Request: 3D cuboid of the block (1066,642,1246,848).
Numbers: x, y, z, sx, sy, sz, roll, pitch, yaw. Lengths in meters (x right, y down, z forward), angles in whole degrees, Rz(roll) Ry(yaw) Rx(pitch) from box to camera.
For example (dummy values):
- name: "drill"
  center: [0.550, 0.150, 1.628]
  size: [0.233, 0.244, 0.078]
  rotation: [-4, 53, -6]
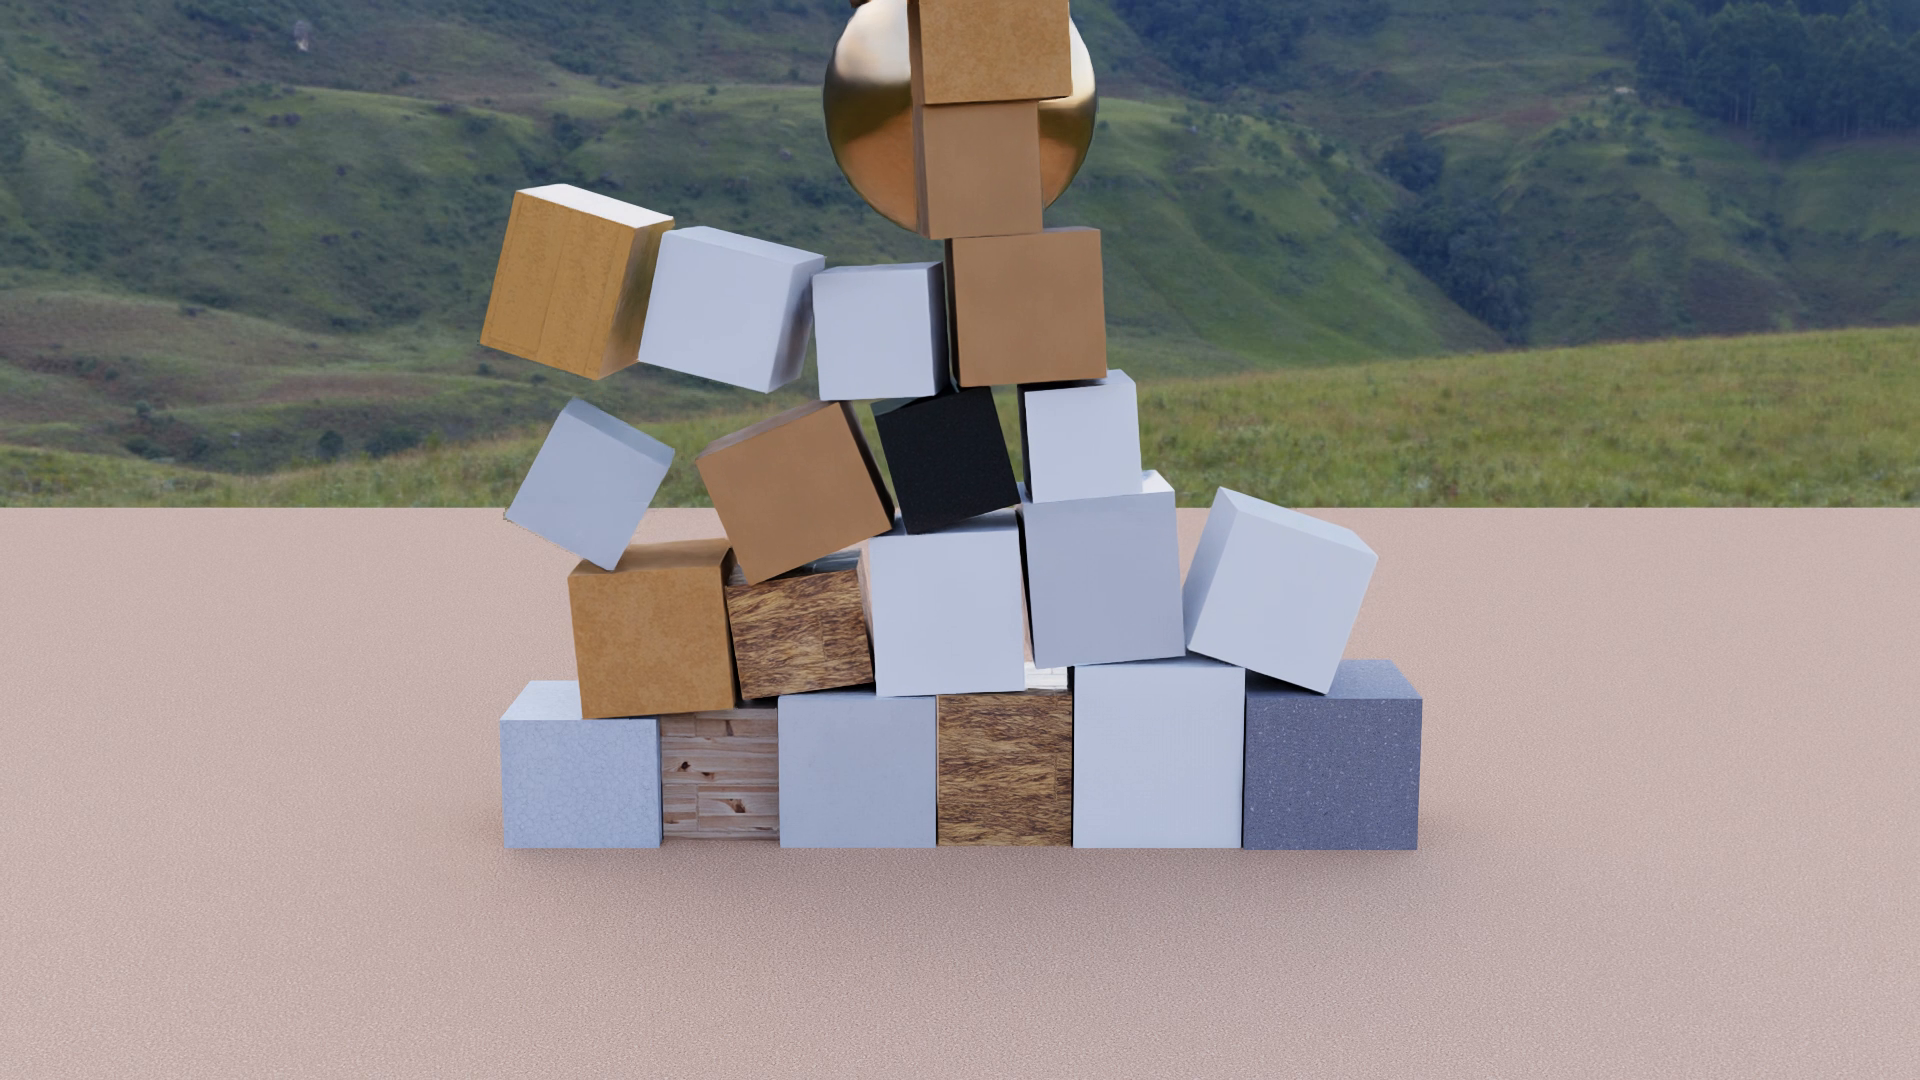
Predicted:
- name: "block"
  center: [0.991, 1.018, 11.373]
  size: [0.842, 0.928, 0.820]
  rotation: [0, 10, 0]

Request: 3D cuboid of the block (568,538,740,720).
- name: "block"
  center: [-1.530, 0.438, 11.256]
  size: [0.752, 0.726, 0.782]
  rotation: [-4, 11, 1]

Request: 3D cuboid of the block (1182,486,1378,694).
- name: "block"
  center: [1.589, 0.243, 11.204]
  size: [0.734, 0.735, 0.747]
  rotation: [18, 10, -4]

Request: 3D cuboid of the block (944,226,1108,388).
- name: "block"
  center: [0.316, -1.171, 10.931]
  size: [0.713, 0.712, 0.692]
  rotation: [-4, 10, -3]

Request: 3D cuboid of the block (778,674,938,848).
- name: "block"
  center: [-0.512, 1.102, 11.366]
  size: [0.782, 0.765, 0.773]
  rotation: [0, 10, 0]

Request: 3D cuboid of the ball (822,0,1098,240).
- name: "ball"
  center: [0.000, -2.547, 12.825]
  size: [1.600, 1.600, 1.600]
  rotation: [0, 10, 0]

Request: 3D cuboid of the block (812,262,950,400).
- name: "block"
  center: [-0.384, -1.043, 10.927]
  size: [0.565, 0.614, 0.557]
  rotation: [-2, 11, 8]

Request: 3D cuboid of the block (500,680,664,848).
- name: "block"
  center: [-1.902, 1.149, 11.388]
  size: [0.777, 0.664, 0.807]
  rotation: [0, 10, 0]

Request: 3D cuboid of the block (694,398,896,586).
- name: "block"
  center: [-0.814, -0.279, 11.074]
  size: [0.760, 0.677, 0.654]
  rotation: [-22, 10, 4]

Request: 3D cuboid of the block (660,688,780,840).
- name: "block"
  center: [-1.209, 1.137, 11.391]
  size: [0.594, 0.687, 0.571]
  rotation: [0, 10, 0]

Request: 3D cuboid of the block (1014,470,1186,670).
- name: "block"
  center: [0.699, 0.138, 11.204]
  size: [0.748, 0.836, 0.691]
  rotation: [-5, 11, -2]

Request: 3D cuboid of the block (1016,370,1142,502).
- name: "block"
  center: [0.593, -0.532, 11.062]
  size: [0.543, 0.546, 0.626]
  rotation: [-5, 11, -2]

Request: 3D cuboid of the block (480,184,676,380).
- name: "block"
  center: [-1.894, -1.298, 10.961]
  size: [0.609, 0.770, 0.742]
  rotation: [18, 14, 4]

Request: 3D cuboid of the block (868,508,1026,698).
- name: "block"
  center: [-0.064, 0.310, 11.218]
  size: [0.740, 0.812, 0.654]
  rotation: [-3, 10, 0]

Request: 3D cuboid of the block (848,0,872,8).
- name: "block"
  center: [-0.369, -3.056, 10.566]
  size: [0.625, 0.778, 0.742]
  rotation: [-20, 11, 2]

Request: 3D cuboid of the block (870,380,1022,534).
- name: "block"
  center: [-0.080, -0.440, 11.045]
  size: [0.583, 0.610, 0.581]
  rotation: [-16, 10, -2]

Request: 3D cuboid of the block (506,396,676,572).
- name: "block"
  center: [-1.843, -0.289, 11.037]
  size: [0.586, 0.594, 0.604]
  rotation: [28, 8, -9]

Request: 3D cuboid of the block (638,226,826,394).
- name: "block"
  center: [-1.122, -1.157, 10.925]
  size: [0.660, 0.637, 0.718]
  rotation: [14, 12, 6]

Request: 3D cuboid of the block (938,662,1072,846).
- name: "block"
  center: [0.226, 1.094, 11.373]
  size: [0.667, 0.779, 0.723]
  rotation: [0, 10, 0]

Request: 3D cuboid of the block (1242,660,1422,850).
- name: "block"
  center: [1.856, 1.095, 11.360]
  size: [0.869, 0.782, 0.834]
  rotation: [0, 10, 0]

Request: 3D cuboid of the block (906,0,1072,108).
- name: "block"
  center: [0.134, -2.442, 10.760]
  size: [0.710, 0.590, 0.686]
  rotation: [-4, 10, -6]

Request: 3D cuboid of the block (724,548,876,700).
- name: "block"
  center: [-0.801, 0.421, 11.244]
  size: [0.663, 0.583, 0.581]
  rotation: [-8, 10, 1]

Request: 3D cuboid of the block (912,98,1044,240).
- name: "block"
  center: [0.081, -1.829, 10.843]
  size: [0.550, 0.639, 0.587]
  rotation: [-4, 10, -5]
